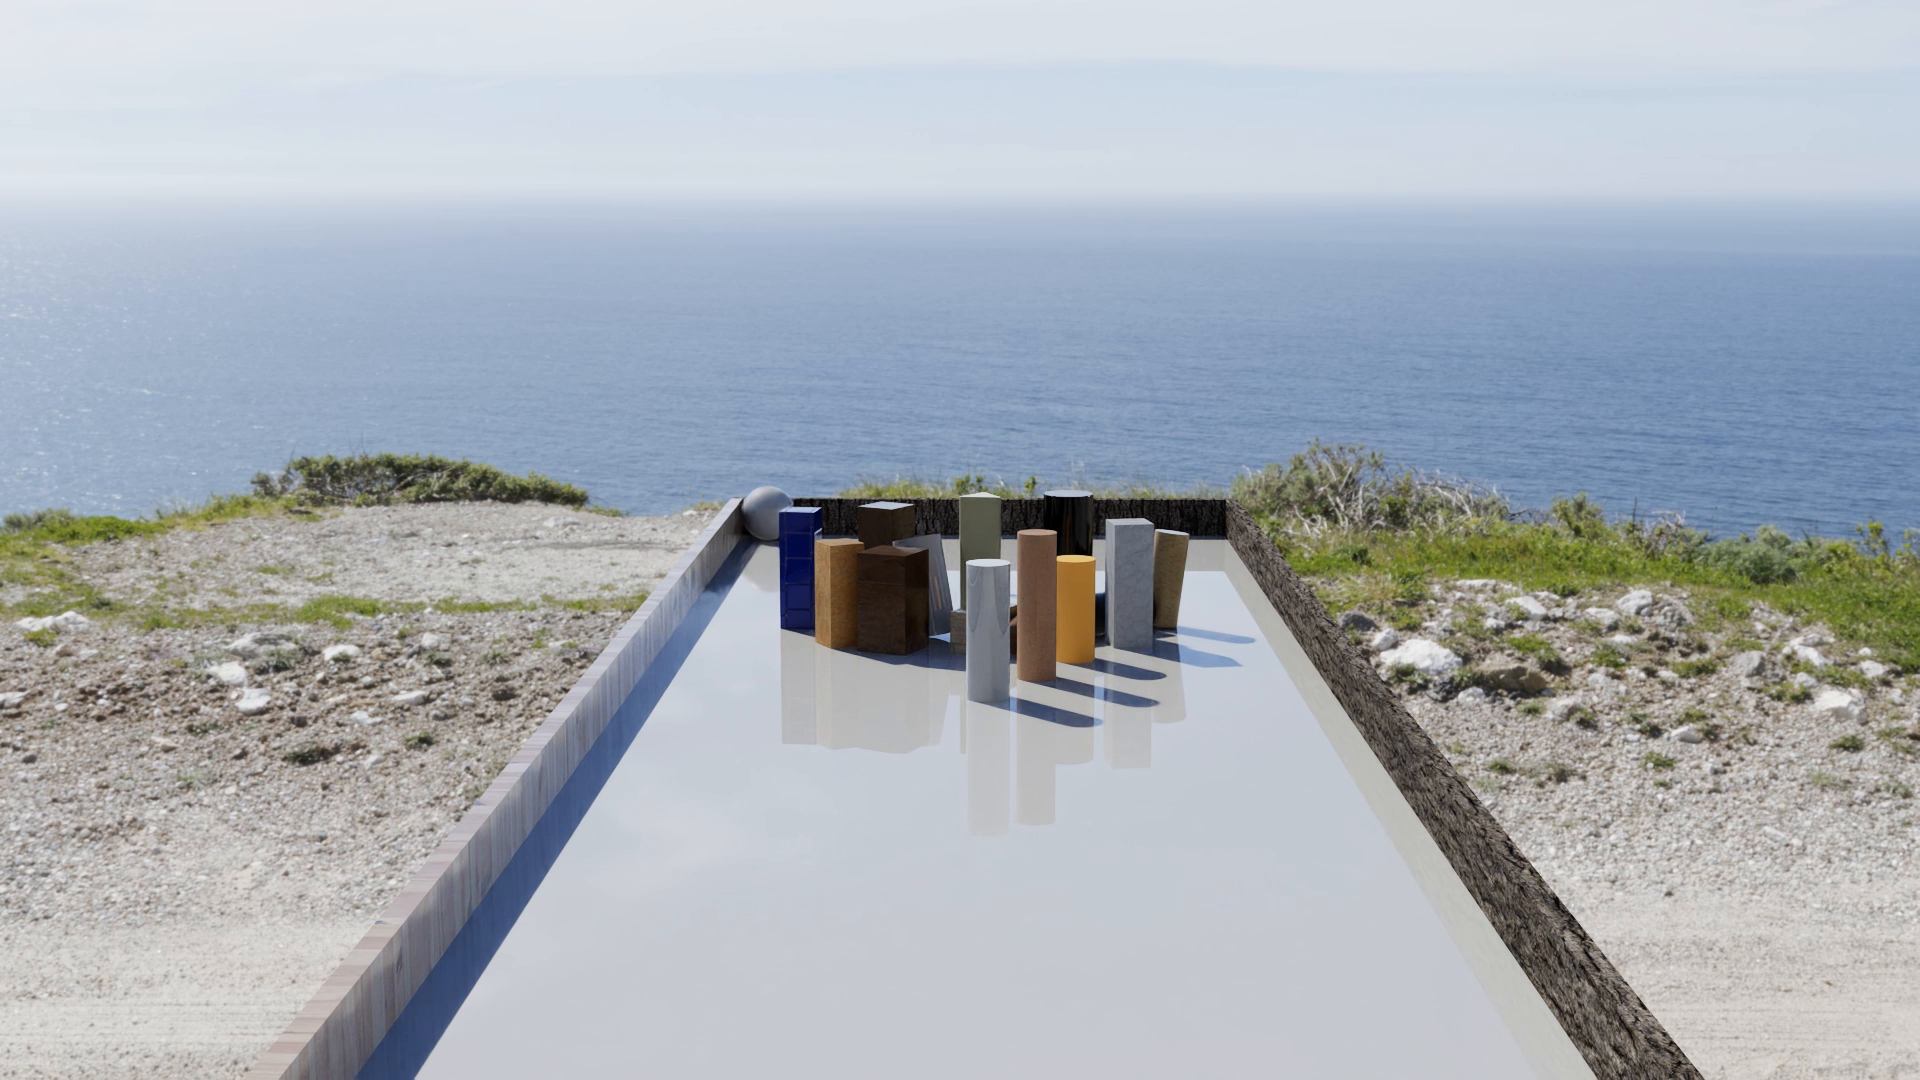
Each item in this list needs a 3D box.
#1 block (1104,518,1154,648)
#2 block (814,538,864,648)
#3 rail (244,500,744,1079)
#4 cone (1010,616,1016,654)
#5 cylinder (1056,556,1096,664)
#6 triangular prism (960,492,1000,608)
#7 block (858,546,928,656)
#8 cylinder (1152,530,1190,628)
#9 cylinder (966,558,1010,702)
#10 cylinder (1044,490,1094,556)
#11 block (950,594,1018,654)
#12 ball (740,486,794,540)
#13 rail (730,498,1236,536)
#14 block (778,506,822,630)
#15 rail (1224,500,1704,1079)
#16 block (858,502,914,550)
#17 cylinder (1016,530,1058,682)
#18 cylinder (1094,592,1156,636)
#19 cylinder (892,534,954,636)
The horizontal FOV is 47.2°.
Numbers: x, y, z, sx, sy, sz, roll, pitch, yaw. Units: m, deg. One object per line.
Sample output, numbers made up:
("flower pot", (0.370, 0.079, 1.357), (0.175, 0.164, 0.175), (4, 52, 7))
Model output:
("block", (0.531, 0.135, 6.916), (0.125, 0.389, 0.125), (-2, 9, -9))
("block", (-0.378, 0.167, 6.917), (0.118, 0.325, 0.118), (-5, 10, -28))
("rail", (-1.004, 0.839, 3.234), (0.050, 0.150, 12.000), (0, 9, 1))
("cone", (0.249, 0.207, 6.926), (0.101, 0.101, 0.428), (4, 30, 25))
("cylinder", (0.346, 0.210, 6.691), (0.131, 0.311, 0.131), (0, 9, 0))
("triangular prism", (0.072, 0.064, 7.234), (0.134, 0.430, 0.116), (1, 9, 7))
("block", (-0.208, 0.186, 6.843), (0.165, 0.310, 0.165), (4, 10, 25))
("cylinder", (0.674, 0.126, 7.195), (0.114, 0.307, 0.114), (7, 6, -1))
("cylinder", (0.079, 0.254, 6.172), (0.124, 0.386, 0.124), (0, 9, 0))
("cylinder", (0.352, 0.068, 7.168), (0.162, 0.443, 0.162), (0, 9, 0))
("block", (0.110, 0.266, 6.912), (0.131, 0.131, 0.353), (5, 10, 28))
("ball", (-0.787, -0.111, 9.004), (0.220, 0.220, 0.220), (0, 9, 0))
("rail", (0.099, -0.098, 9.147), (2.100, 0.150, 0.050), (0, 9, 1))
("block", (-0.520, 0.091, 7.200), (0.117, 0.386, 0.117), (1, 9, 8))
("rail", (1.046, 0.843, 3.208), (0.050, 0.150, 12.000), (0, 9, 1))
("block", (-0.239, 0.087, 7.175), (0.133, 0.403, 0.133), (6, 11, 32))
("cylinder", (0.224, 0.191, 6.424), (0.115, 0.432, 0.115), (0, 9, 0))
("cylinder", (0.450, 0.237, 7.078), (0.358, 0.137, 0.137), (-6, 11, -34))
("cylinder", (-0.112, 0.147, 6.986), (0.155, 0.315, 0.155), (-10, -1, 0))
